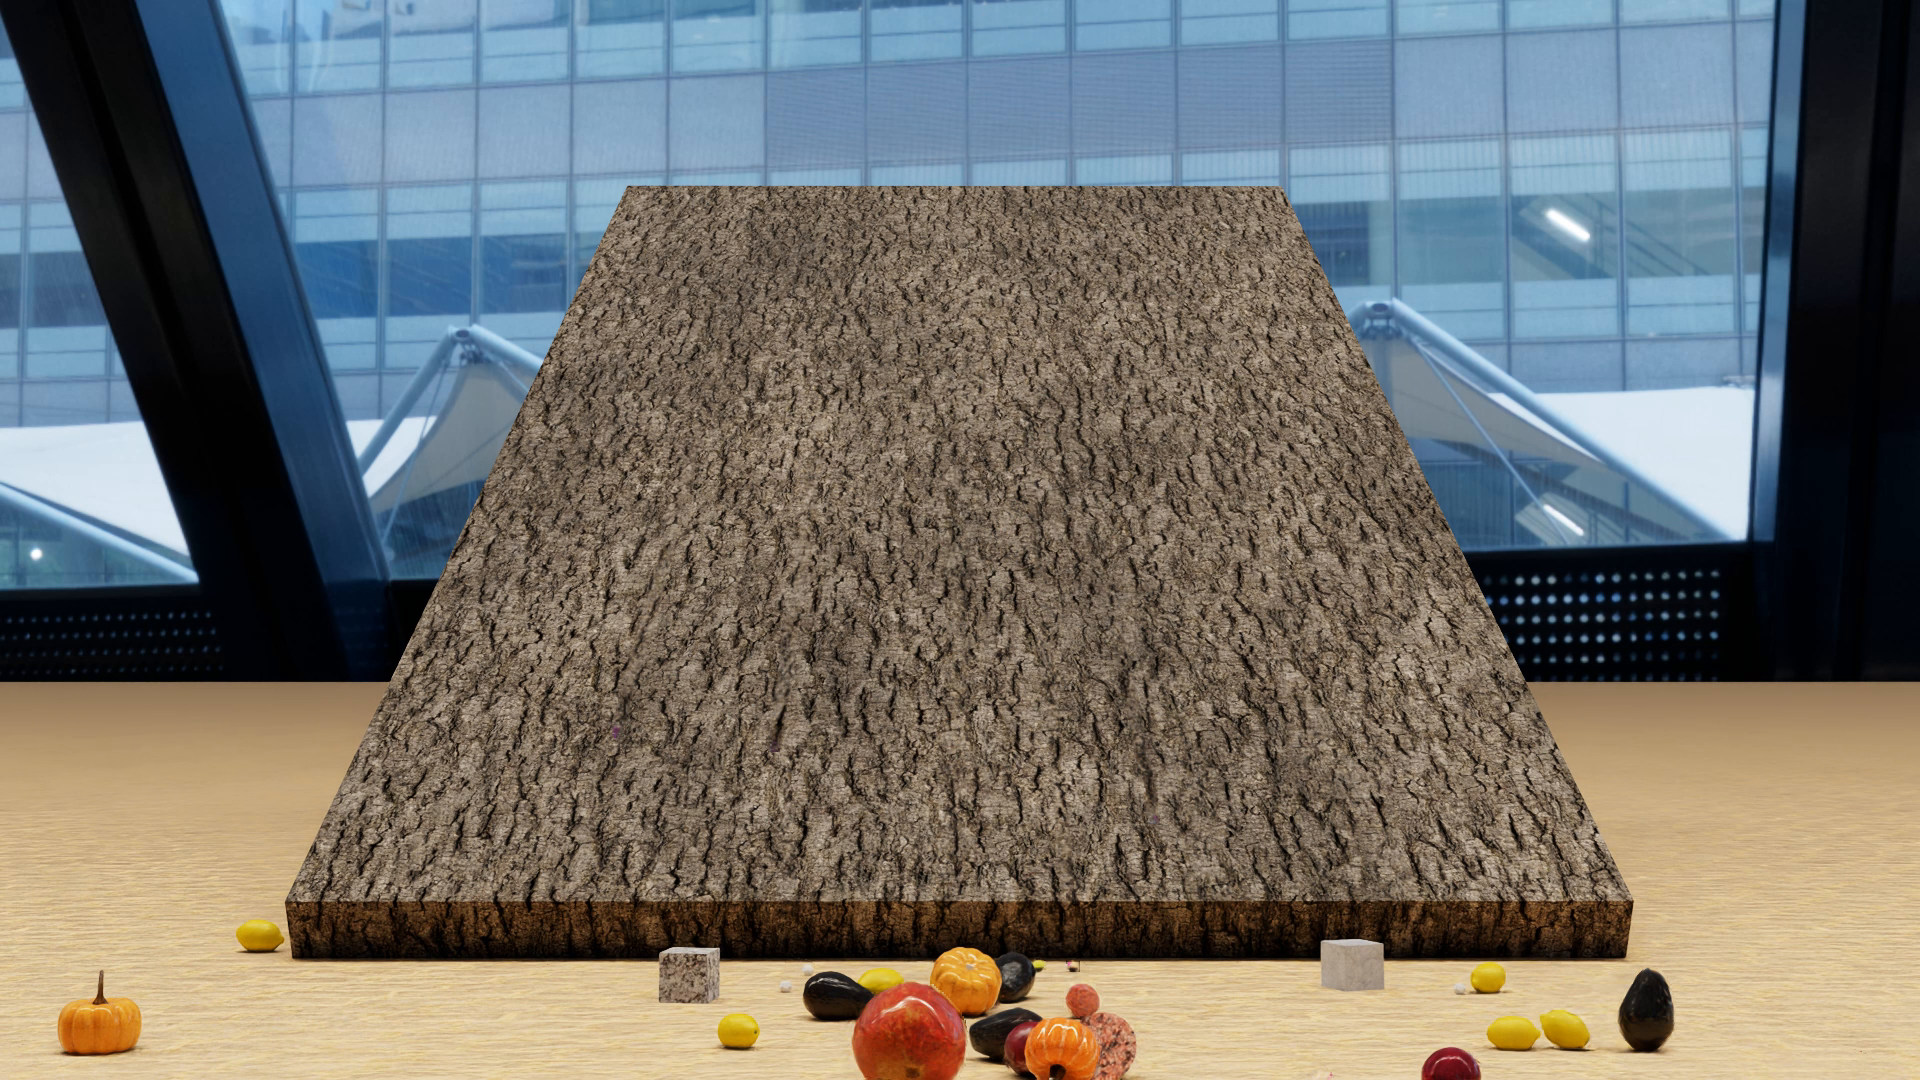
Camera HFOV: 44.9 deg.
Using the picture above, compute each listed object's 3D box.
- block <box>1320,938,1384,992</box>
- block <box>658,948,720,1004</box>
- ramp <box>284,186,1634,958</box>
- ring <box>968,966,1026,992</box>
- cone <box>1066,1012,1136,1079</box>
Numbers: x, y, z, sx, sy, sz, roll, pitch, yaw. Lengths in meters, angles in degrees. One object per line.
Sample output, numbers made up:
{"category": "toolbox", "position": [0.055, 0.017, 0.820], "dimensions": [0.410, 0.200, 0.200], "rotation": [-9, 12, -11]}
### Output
{"category": "block", "position": [0.533, 0.577, 3.155], "dimensions": [0.061, 0.061, 0.061], "rotation": [1, -4, -22]}
{"category": "block", "position": [-0.353, 0.569, 3.037], "dimensions": [0.064, 0.064, 0.064], "rotation": [-1, -3, 9]}
{"category": "ramp", "position": [-0.008, -0.228, 5.294], "dimensions": [2.000, 0.100, 4.000], "rotation": [0, 24, 0]}
{"category": "ring", "position": [0.051, 0.594, 3.146], "dimensions": [0.081, 0.027, 0.081], "rotation": [1, -2, 0]}
{"category": "cone", "position": [0.156, 0.550, 2.466], "dimensions": [0.076, 0.076, 0.076], "rotation": [-1, -30, 15]}
